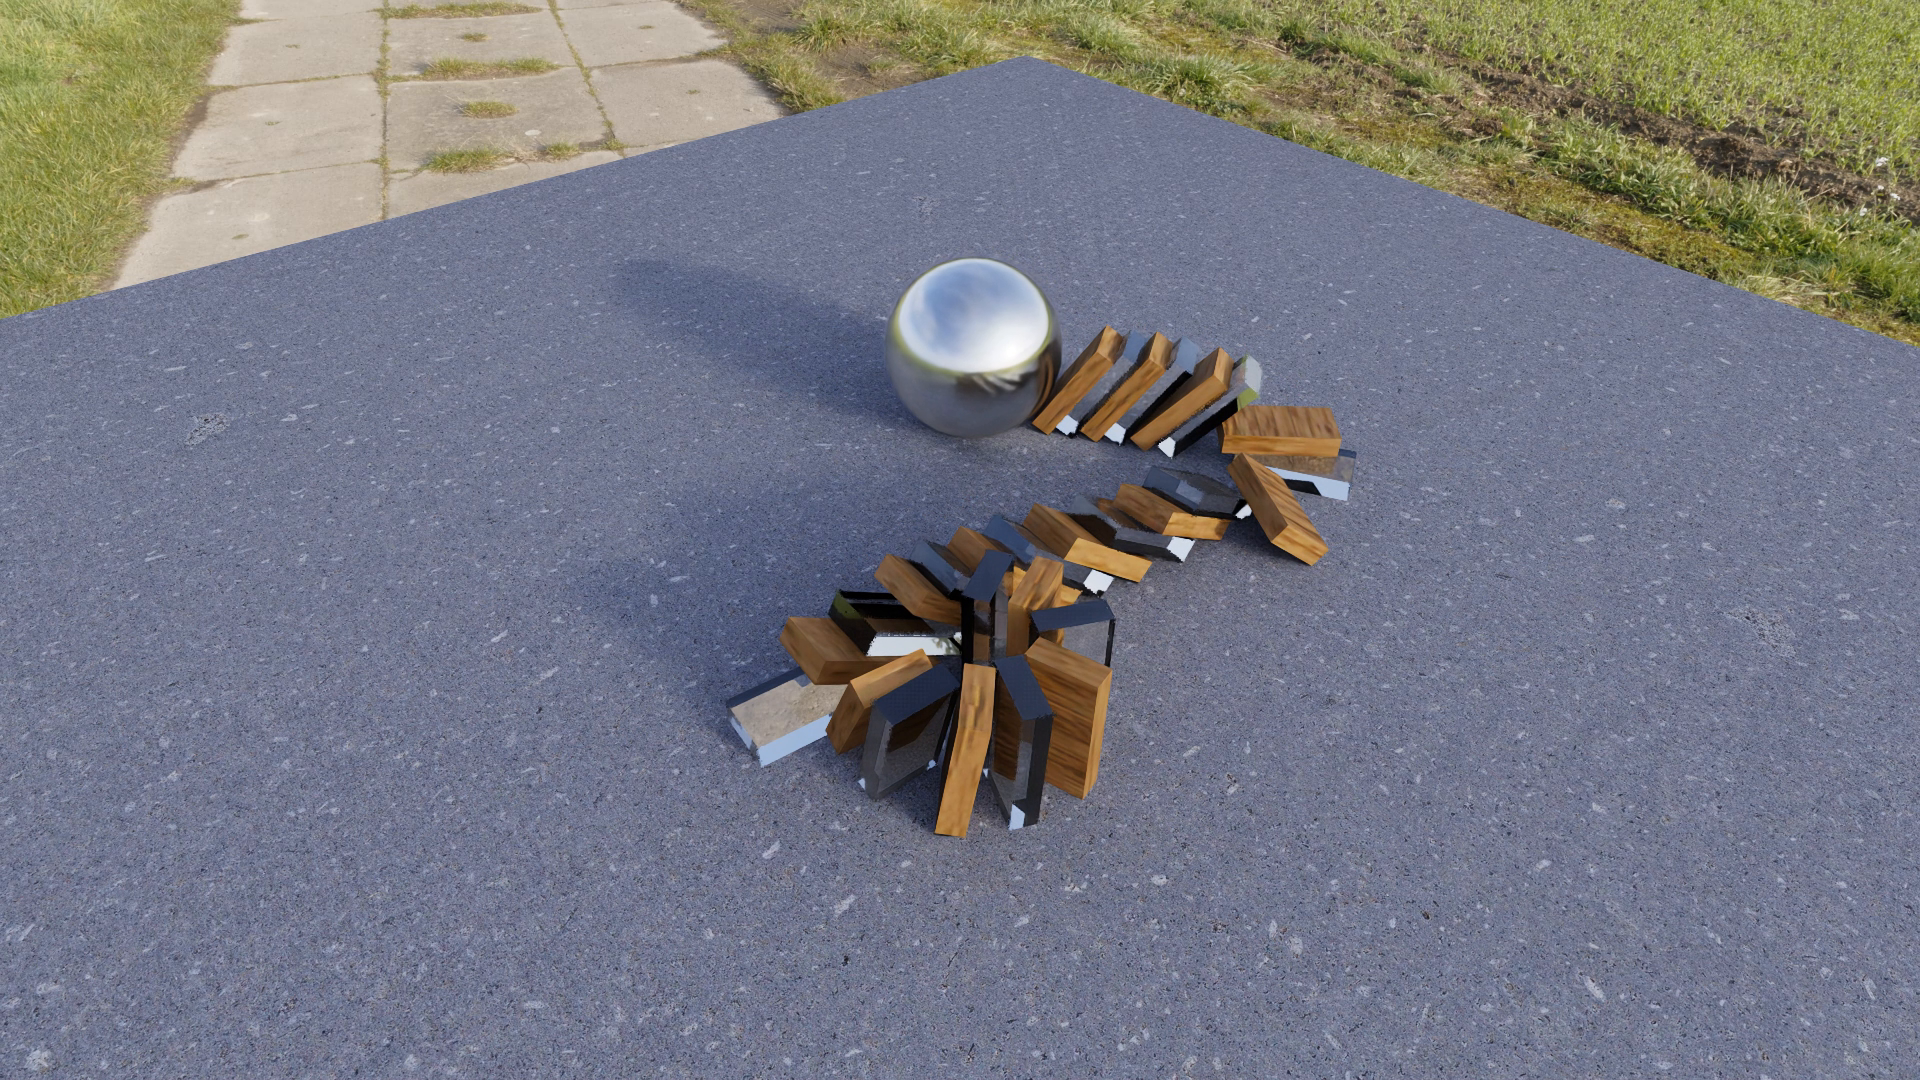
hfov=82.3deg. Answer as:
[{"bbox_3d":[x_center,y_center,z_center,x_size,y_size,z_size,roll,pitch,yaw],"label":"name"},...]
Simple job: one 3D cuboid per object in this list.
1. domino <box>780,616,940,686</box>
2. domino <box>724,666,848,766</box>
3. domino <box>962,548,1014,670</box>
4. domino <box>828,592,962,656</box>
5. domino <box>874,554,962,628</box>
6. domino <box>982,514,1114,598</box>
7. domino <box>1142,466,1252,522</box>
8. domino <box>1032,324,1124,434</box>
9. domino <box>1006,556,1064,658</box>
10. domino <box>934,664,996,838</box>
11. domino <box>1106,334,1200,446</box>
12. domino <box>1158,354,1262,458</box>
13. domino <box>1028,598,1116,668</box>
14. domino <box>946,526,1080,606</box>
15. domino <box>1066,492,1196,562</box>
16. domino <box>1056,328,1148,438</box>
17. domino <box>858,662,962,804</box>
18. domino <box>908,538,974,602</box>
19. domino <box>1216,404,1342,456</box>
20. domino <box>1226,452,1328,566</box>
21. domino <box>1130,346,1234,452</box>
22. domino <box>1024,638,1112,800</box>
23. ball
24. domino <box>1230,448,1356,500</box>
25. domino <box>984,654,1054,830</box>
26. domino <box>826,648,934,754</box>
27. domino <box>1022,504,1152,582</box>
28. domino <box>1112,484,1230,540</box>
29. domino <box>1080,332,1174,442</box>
[{"bbox_3d":[-0.034,0.038,0.377,0.050,0.009,0.025,6,27,-44],"label":"domino"},{"bbox_3d":[-0.051,0.055,0.376,0.050,0.010,0.025,-24,45,-26],"label":"domino"},{"bbox_3d":[0.009,0.031,0.374,0.009,0.050,0.025,13,41,16],"label":"domino"},{"bbox_3d":[-0.019,0.030,0.389,0.050,0.010,0.025,5,27,-45],"label":"domino"},{"bbox_3d":[-0.005,0.020,0.395,0.050,0.010,0.025,19,17,-49],"label":"domino"},{"bbox_3d":[0.033,0.006,0.412,0.050,0.010,0.025,20,16,-47],"label":"domino"},{"bbox_3d":[0.097,-0.019,0.445,0.025,0.009,0.050,34,18,34],"label":"domino"},{"bbox_3d":[0.054,-0.073,0.503,0.009,0.050,0.025,35,41,-9],"label":"domino"},{"bbox_3d":[0.025,0.033,0.371,0.009,0.050,0.025,16,42,18],"label":"domino"},{"bbox_3d":[0.001,0.064,0.333,0.009,0.050,0.025,9,39,-2],"label":"domino"},{"bbox_3d":[0.086,-0.067,0.495,0.010,0.050,0.025,35,41,-9],"label":"domino"},{"bbox_3d":[0.111,-0.059,0.488,0.009,0.050,0.025,40,40,-14],"label":"domino"},{"bbox_3d":[0.035,0.043,0.359,0.025,0.050,0.009,-9,40,-11],"label":"domino"},{"bbox_3d":[0.021,0.011,0.406,0.050,0.009,0.025,20,17,-47],"label":"domino"},{"bbox_3d":[0.067,-0.005,0.429,0.050,0.009,0.025,9,25,-45],"label":"domino"},{"bbox_3d":[0.064,-0.071,0.500,0.009,0.050,0.025,35,41,-9],"label":"domino"},{"bbox_3d":[-0.016,0.060,0.338,0.025,0.050,0.010,-27,61,-29],"label":"domino"},{"bbox_3d":[0.006,0.015,0.399,0.050,0.009,0.025,19,17,-49],"label":"domino"},{"bbox_3d":[0.140,-0.049,0.488,0.050,0.010,0.025,2,39,3],"label":"domino"},{"bbox_3d":[0.129,-0.013,0.449,0.025,0.009,0.050,26,30,-29],"label":"domino"},{"bbox_3d":[0.099,-0.063,0.492,0.009,0.050,0.025,40,40,-14],"label":"domino"},{"bbox_3d":[0.032,0.056,0.343,0.025,0.050,0.009,23,42,25],"label":"domino"},{"bbox_3d":[0.006,-0.086,0.493,0.080,0.080,0.080,0,39,0],"label":"ball"},{"bbox_3d":[0.147,-0.033,0.484,0.050,0.009,0.025,13,41,16],"label":"domino"},{"bbox_3d":[0.017,0.062,0.335,0.009,0.050,0.025,-9,40,-16],"label":"domino"},{"bbox_3d":[-0.026,0.052,0.349,0.025,0.050,0.009,-22,72,-25],"label":"domino"},{"bbox_3d":[0.049,0.001,0.419,0.050,0.009,0.025,16,20,-47],"label":"domino"},{"bbox_3d":[0.085,-0.011,0.437,0.025,0.010,0.050,34,19,35],"label":"domino"},{"bbox_3d":[0.075,-0.069,0.498,0.010,0.050,0.025,35,41,-9],"label":"domino"}]
